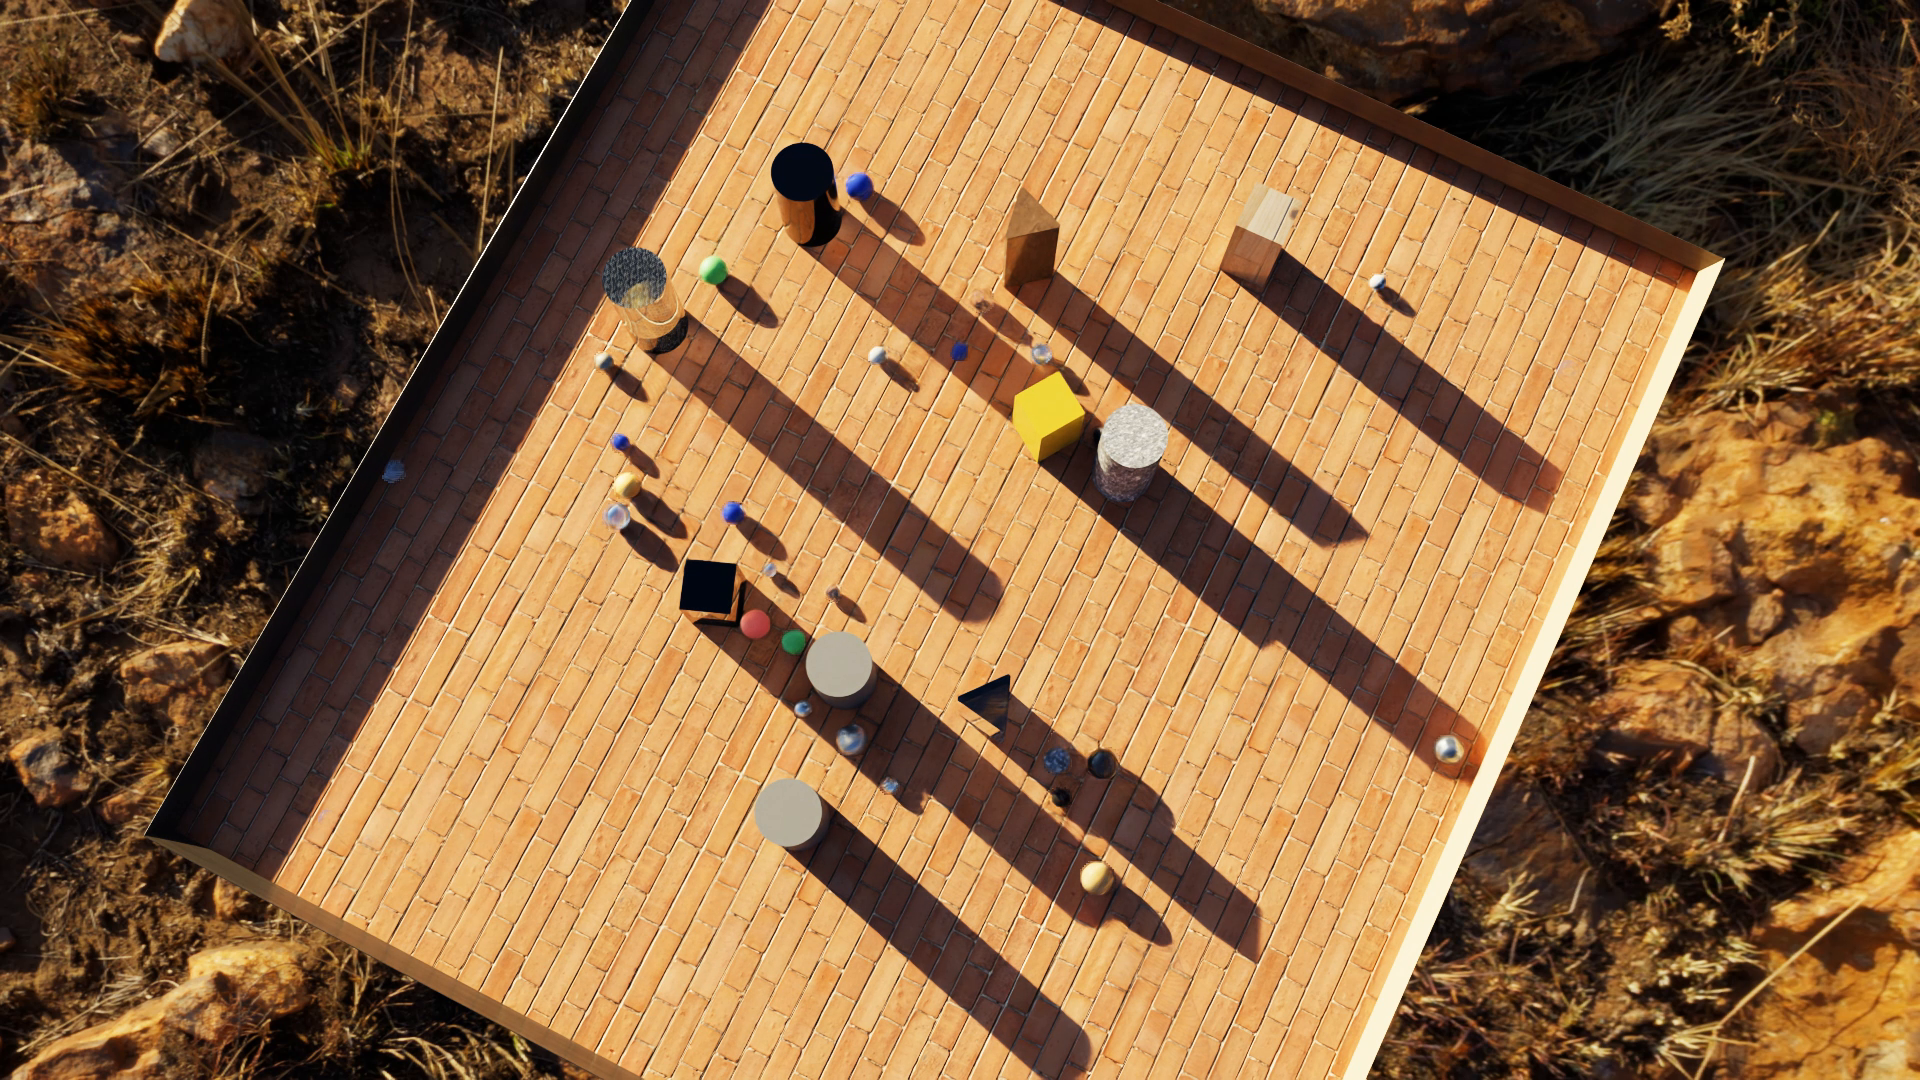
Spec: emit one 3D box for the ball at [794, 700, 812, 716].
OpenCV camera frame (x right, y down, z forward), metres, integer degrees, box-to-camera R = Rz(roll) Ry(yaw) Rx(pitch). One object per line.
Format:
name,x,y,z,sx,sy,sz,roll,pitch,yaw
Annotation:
ball,-0.469,0.505,5.487,0.049,0.049,0.049,0,78,0

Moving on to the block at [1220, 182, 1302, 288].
block,0.918,-0.931,5.618,0.151,0.373,0.151,25,79,5

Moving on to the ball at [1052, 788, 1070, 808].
ball,0.299,0.765,5.430,0.056,0.056,0.056,0,78,0

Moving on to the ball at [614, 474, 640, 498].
ball,-1.018,-0.166,5.611,0.078,0.078,0.078,0,78,0

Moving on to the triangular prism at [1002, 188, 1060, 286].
triangular prism,0.198,-0.927,5.589,0.163,0.428,0.141,-13,79,-3

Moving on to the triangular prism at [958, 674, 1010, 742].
triangular prism,0.100,0.472,5.351,0.163,0.329,0.141,35,80,7

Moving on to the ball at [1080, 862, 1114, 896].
ball,0.401,0.991,5.363,0.094,0.094,0.094,0,78,0

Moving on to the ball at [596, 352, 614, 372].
ball,-1.105,-0.553,5.701,0.059,0.059,0.059,0,78,0

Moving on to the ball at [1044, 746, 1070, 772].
ball,0.289,0.653,5.443,0.075,0.075,0.075,0,78,0

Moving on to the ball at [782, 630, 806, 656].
ball,-0.501,0.310,5.515,0.073,0.073,0.073,0,78,0

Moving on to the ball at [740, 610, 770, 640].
ball,-0.616,0.254,5.518,0.090,0.090,0.090,0,78,0

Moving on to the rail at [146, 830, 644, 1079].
rail,-0.816,1.605,5.221,3.449,0.122,0.045,26,80,5

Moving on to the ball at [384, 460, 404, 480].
ball,-1.740,-0.215,5.629,0.062,0.062,0.062,0,78,0

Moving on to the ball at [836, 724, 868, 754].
ball,-0.322,0.593,5.447,0.091,0.091,0.091,0,78,0

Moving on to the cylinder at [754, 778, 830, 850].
cylinder,-0.479,0.794,5.279,0.189,0.340,0.189,0,78,0

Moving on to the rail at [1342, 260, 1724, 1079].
rail,1.521,0.751,5.397,0.045,0.122,3.698,26,80,5

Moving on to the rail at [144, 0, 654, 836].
rail,-1.521,-0.738,5.706,0.045,0.122,3.698,26,80,5

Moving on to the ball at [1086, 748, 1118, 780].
ball,0.423,0.663,5.432,0.094,0.094,0.094,0,78,0

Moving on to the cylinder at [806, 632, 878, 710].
cylinder,-0.344,0.385,5.370,0.189,0.327,0.189,0,78,0

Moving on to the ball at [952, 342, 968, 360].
ball,0.001,-0.590,5.711,0.054,0.054,0.054,0,78,0

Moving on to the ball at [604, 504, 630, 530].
ball,-1.046,-0.071,5.590,0.080,0.080,0.080,0,78,0

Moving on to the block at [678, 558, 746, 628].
block,-0.733,0.161,5.453,0.151,0.256,0.151,6,78,1

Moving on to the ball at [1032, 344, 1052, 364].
ball,0.254,-0.579,5.704,0.064,0.064,0.064,0,78,0

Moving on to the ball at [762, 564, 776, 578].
ball,-0.579,0.093,5.576,0.042,0.042,0.042,0,78,0

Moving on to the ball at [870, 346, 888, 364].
ball,-0.254,-0.577,5.707,0.056,0.056,0.056,0,78,0

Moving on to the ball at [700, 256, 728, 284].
ball,-0.772,-0.846,5.747,0.087,0.087,0.087,0,78,0

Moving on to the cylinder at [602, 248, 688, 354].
cylinder,-0.947,-0.718,5.542,0.189,0.436,0.189,0,78,0

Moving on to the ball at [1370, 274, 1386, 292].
ball,1.313,-0.808,5.757,0.052,0.052,0.052,0,78,0

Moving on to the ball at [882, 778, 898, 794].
ball,-0.208,0.729,5.443,0.045,0.045,0.045,0,78,0

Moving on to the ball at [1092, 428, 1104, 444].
ball,0.437,-0.320,5.655,0.054,0.054,0.054,0,78,0

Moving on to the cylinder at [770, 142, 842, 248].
cylinder,-0.470,-1.058,5.644,0.189,0.376,0.189,0,78,0

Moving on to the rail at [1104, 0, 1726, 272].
rail,0.816,-1.592,5.882,3.449,0.122,0.045,26,80,5

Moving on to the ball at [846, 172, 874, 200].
ball,-0.318,-1.119,5.802,0.090,0.090,0.090,0,78,0

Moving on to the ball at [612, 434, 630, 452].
ball,-1.045,-0.300,5.652,0.052,0.052,0.052,0,78,0

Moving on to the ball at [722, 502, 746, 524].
ball,-0.690,-0.082,5.598,0.070,0.070,0.070,0,78,0

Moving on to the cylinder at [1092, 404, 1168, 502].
cylinder,0.500,-0.253,5.447,0.189,0.434,0.189,0,78,0

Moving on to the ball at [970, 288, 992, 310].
ball,0.065,-0.753,5.736,0.072,0.072,0.072,0,78,0

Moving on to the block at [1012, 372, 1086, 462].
block,0.265,-0.369,5.541,0.151,0.298,0.151,-30,80,-6

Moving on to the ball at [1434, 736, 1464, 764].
ball,1.455,0.625,5.443,0.086,0.086,0.086,0,78,0

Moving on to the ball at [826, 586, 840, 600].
ball,-0.386,0.160,5.560,0.045,0.045,0.045,0,78,0
